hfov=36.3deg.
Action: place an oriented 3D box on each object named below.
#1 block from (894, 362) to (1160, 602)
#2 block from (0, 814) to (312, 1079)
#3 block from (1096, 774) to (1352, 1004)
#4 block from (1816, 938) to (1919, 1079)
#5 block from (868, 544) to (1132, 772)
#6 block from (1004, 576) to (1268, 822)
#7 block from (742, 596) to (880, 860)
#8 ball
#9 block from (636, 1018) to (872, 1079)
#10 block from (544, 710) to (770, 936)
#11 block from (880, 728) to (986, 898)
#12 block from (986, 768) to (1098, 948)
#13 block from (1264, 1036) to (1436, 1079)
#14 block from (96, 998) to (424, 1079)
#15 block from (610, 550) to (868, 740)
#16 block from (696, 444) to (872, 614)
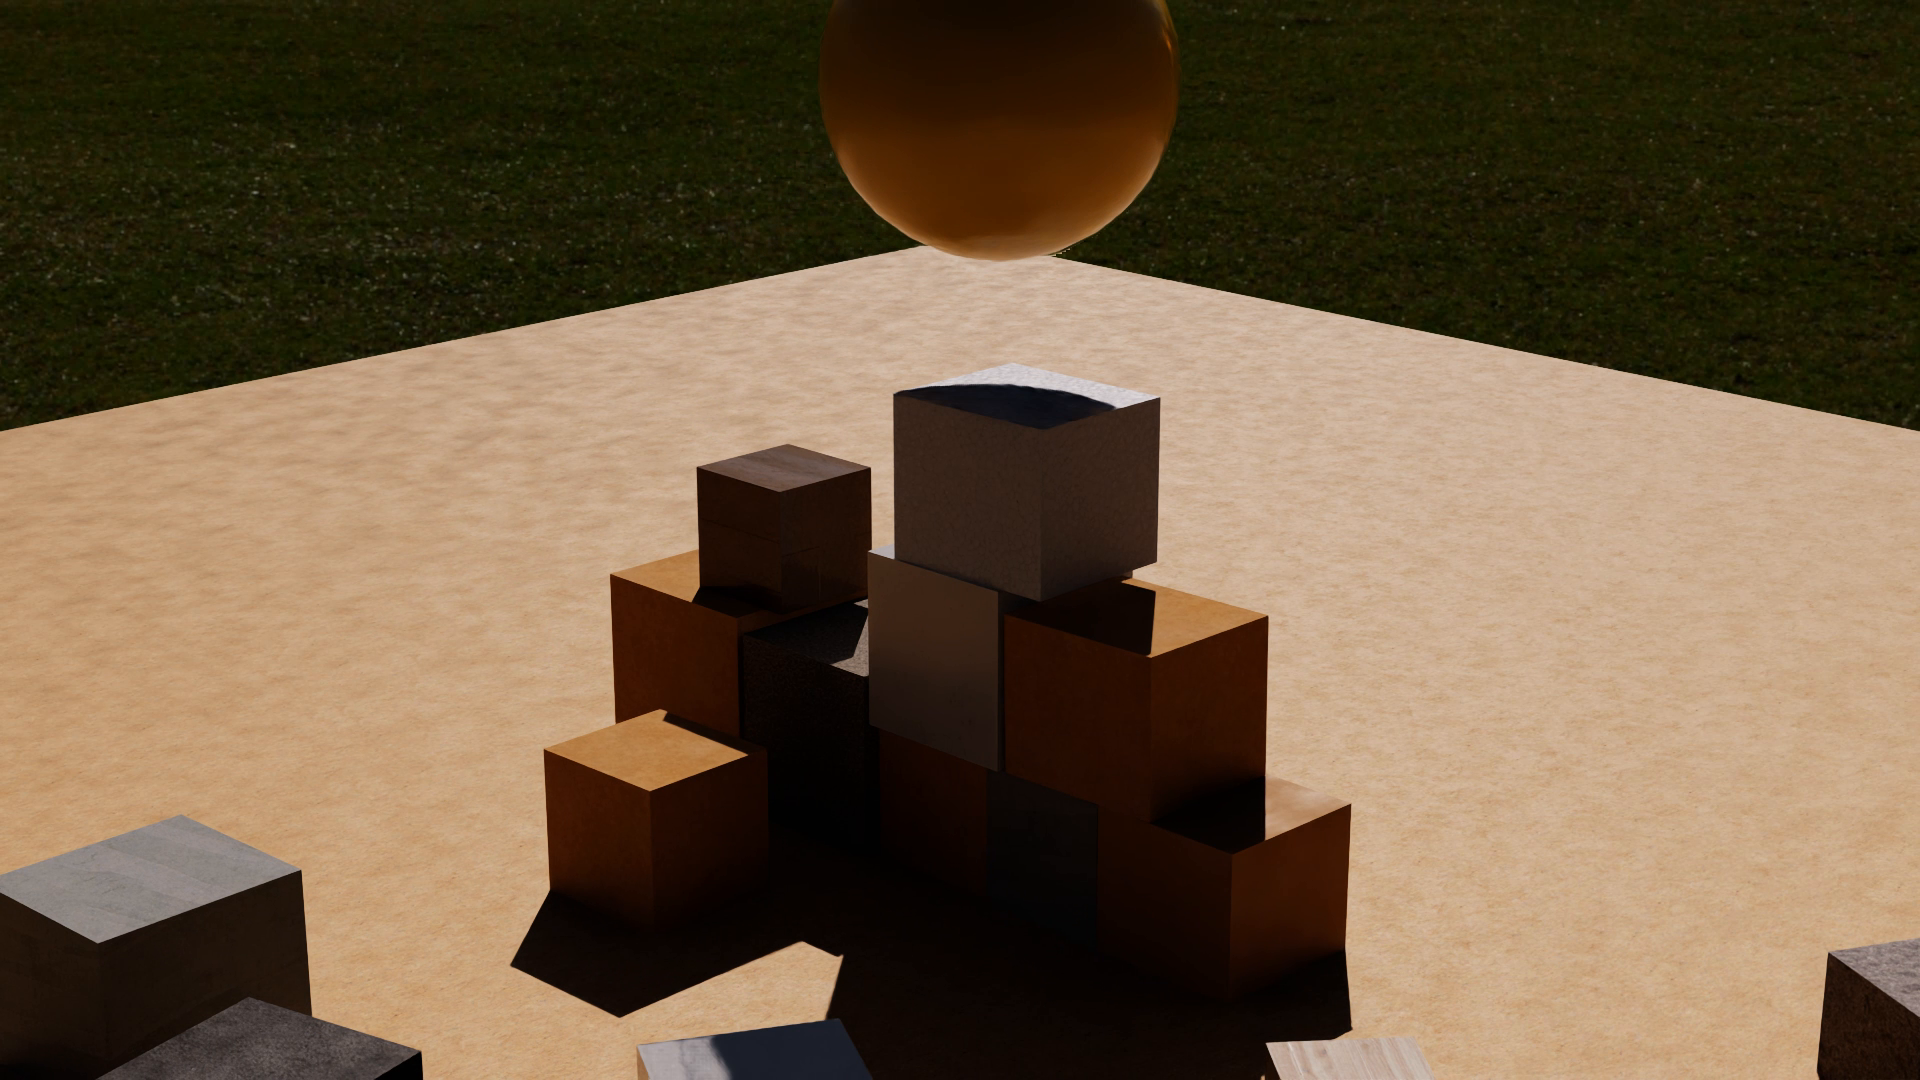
[{"bbox_3d":[0.291,-0.273,12.932,0.884,0.758,0.766,16,24,41],"label":"block"},{"bbox_3d":[-3.214,1.695,11.635,0.833,0.790,0.914,15,23,40],"label":"block"},{"bbox_3d":[1.130,1.448,12.606,0.779,0.678,0.750,-16,24,-42],"label":"block"},{"bbox_3d":[3.768,1.922,11.357,0.578,0.522,0.619,-6,18,-17],"label":"block"},{"bbox_3d":[0.183,0.441,13.310,0.873,0.831,0.818,-17,24,-42],"label":"block"},{"bbox_3d":[0.762,0.672,12.731,0.761,0.733,0.846,-17,23,-42],"label":"block"},{"bbox_3d":[-0.424,0.873,14.054,0.836,0.908,0.881,17,24,42],"label":"block"},{"bbox_3d":[0.172,-2.029,12.884,1.600,1.600,1.600,0,17,0],"label":"ball"},{"bbox_3d":[-0.689,2.182,10.133,0.728,0.762,0.630,-5,18,-16],"label":"block"},{"bbox_3d":[-1.361,1.259,13.194,0.722,0.687,0.689,16,23,41],"label":"block"},{"bbox_3d":[0.119,1.154,13.551,0.670,0.673,0.716,-17,24,-42],"label":"block"},{"bbox_3d":[0.625,1.299,13.096,0.762,0.668,0.669,-16,24,-42],"label":"block"},{"bbox_3d":[1.409,2.161,10.542,0.550,0.555,0.498,-2,18,-5],"label":"block"},{"bbox_3d":[-2.413,2.189,10.023,0.803,0.813,0.861,10,20,29],"label":"block"},{"bbox_3d":[-1.079,0.645,14.646,0.897,0.988,0.958,-17,24,-42],"label":"block"},{"bbox_3d":[-0.850,-0.061,14.226,0.590,0.609,0.603,-17,24,-42],"label":"block"}]
